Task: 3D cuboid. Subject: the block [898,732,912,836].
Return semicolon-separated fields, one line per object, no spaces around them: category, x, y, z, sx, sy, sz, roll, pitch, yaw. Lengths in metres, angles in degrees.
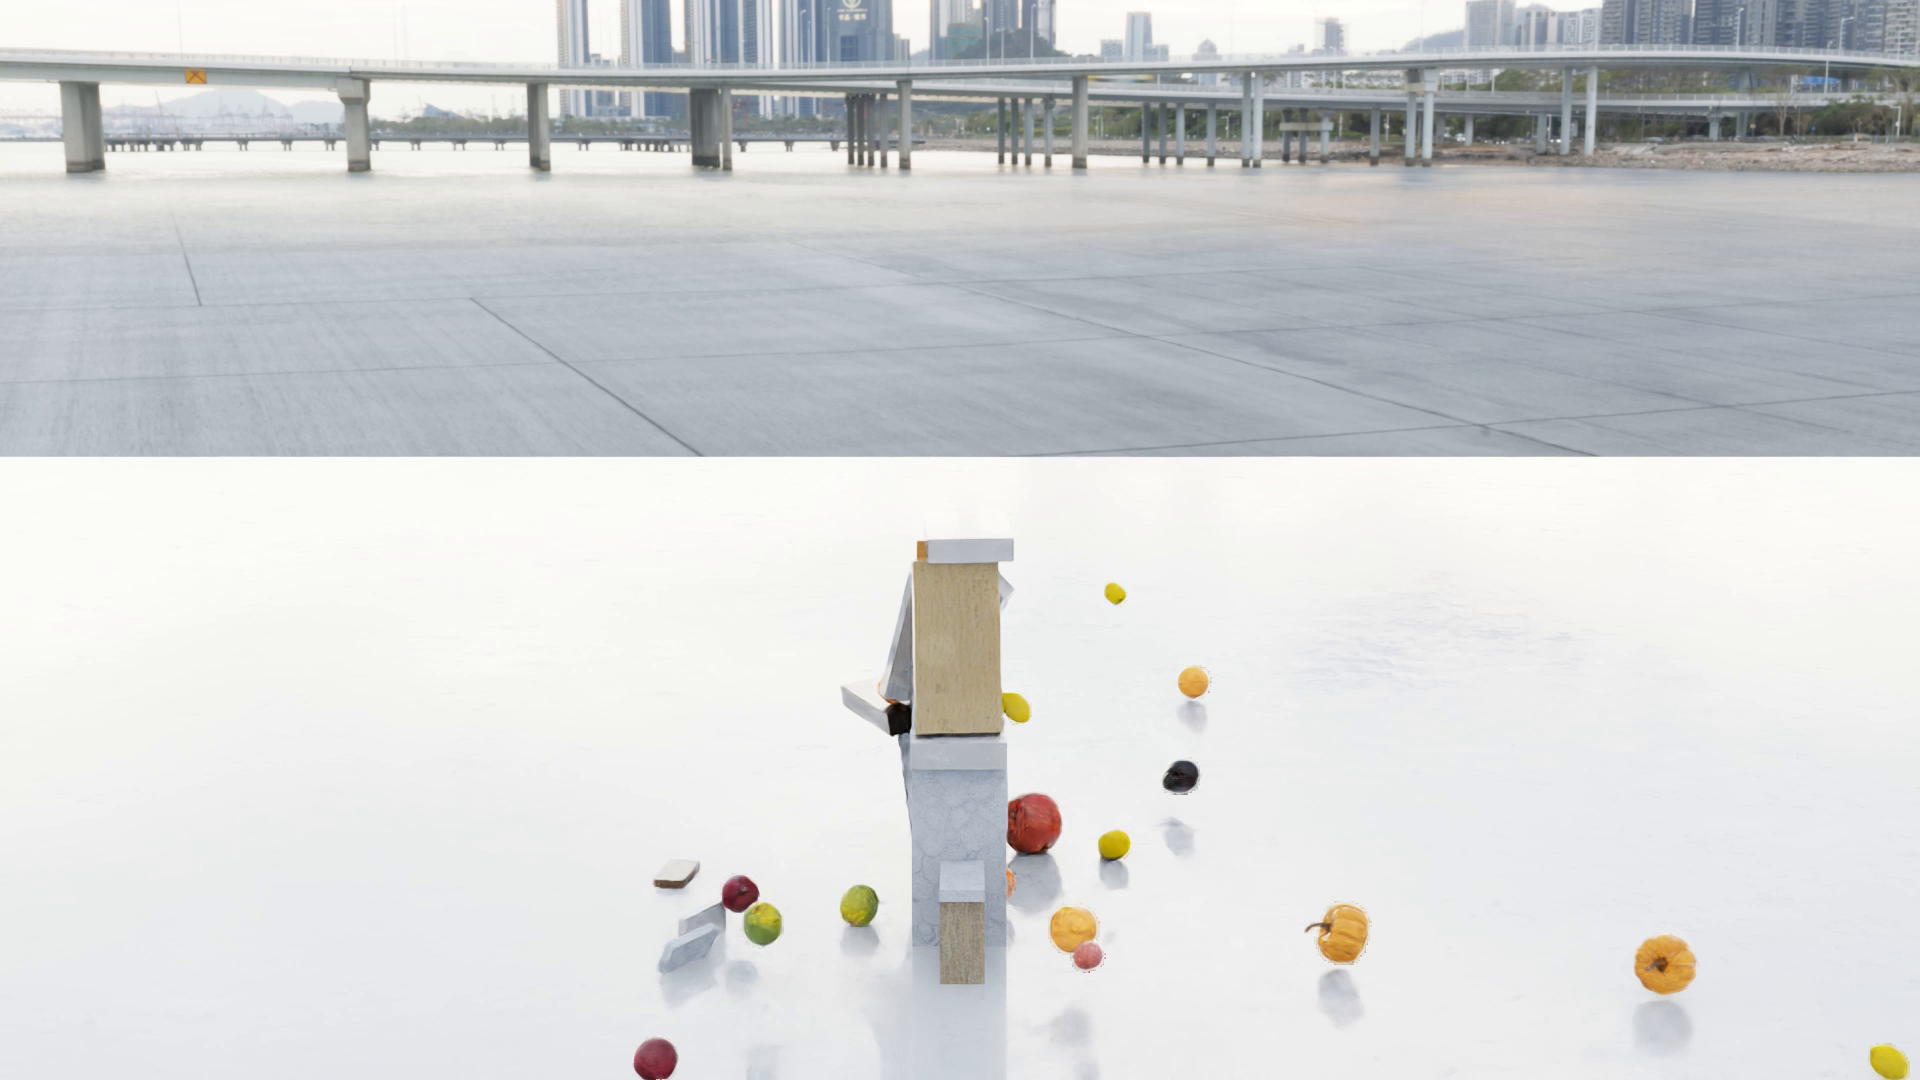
block;-0.023;0.435;3.727;0.134;0.267;0.038;-9;10;-8

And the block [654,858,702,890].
block;-0.481;0.568;3.744;0.053;0.015;0.105;2;11;9

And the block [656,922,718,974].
block;-0.415;0.622;3.351;0.015;0.053;0.105;35;26;24

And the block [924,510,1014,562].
block;0.012;-0.008;3.485;0.132;0.037;0.264;0;10;-2

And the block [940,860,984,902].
block;0.003;0.512;3.306;0.067;0.019;0.133;0;11;0

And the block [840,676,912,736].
block;-0.101;0.279;3.784;0.134;0.038;0.267;-11;11;-19

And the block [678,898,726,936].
block;-0.404;0.603;3.452;0.015;0.053;0.105;4;11;29

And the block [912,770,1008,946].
block;-0.001;0.485;3.424;0.148;0.295;0.042;0;10;0

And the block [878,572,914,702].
block;-0.064;0.163;3.635;0.090;0.213;0.026;10;11;-25

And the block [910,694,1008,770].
block;-0.003;0.302;3.490;0.148;0.042;0.295;0;11;0

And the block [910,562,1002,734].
block;-0.006;0.164;3.387;0.132;0.264;0.037;-1;-1;-6

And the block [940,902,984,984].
block;0.003;0.595;3.276;0.067;0.133;0.019;0;11;0

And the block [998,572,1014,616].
block;0.033;0.094;3.679;0.026;0.090;0.181;-37;-13;-25

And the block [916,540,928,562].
block;-0.004;0.134;3.555;0.132;0.264;0.037;0;-3;0
